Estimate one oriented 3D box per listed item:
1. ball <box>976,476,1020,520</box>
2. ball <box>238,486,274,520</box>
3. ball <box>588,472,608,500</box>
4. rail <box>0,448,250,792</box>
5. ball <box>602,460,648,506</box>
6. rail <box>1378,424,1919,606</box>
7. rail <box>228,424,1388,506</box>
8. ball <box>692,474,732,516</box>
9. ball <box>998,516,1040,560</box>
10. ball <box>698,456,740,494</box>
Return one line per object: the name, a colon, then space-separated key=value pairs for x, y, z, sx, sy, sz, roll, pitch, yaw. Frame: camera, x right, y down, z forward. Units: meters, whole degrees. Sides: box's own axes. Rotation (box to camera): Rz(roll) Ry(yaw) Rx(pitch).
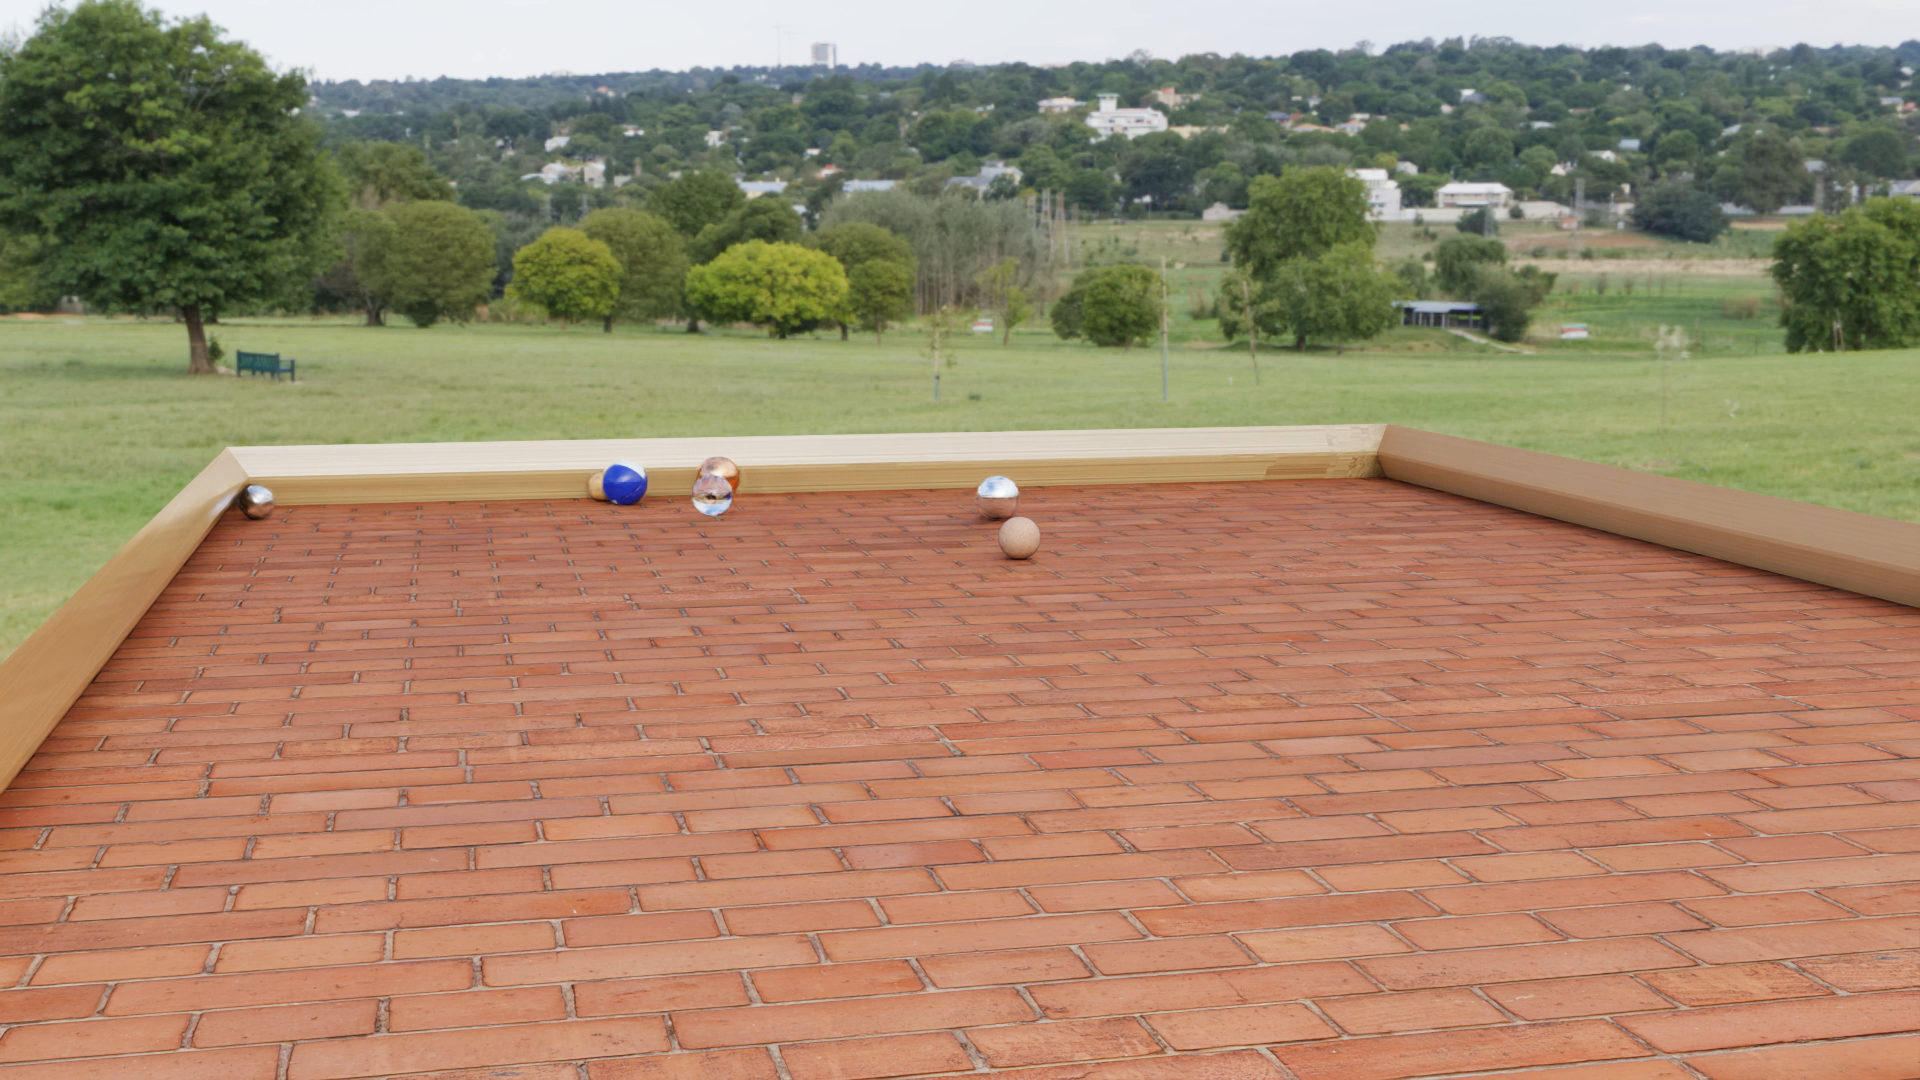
ball: x=0.073 y=-0.080 z=4.214 sx=0.083 sy=0.083 sz=0.083 roll=0 pitch=8 yaw=0
ball: x=-1.349 y=-0.072 z=4.219 sx=0.065 sy=0.065 sz=0.065 roll=0 pitch=8 yaw=0
ball: x=-0.737 y=-0.110 z=4.525 sx=0.059 sy=0.059 sz=0.059 roll=0 pitch=8 yaw=0
rail: x=-0.946 y=0.157 z=2.306 sx=0.045 sy=0.119 sz=4.380 roll=-2 pitch=8 yaw=-13
ball: x=-0.677 y=-0.117 z=4.449 sx=0.092 sy=0.092 sz=0.092 roll=0 pitch=8 yaw=0
rail: x=1.448 y=0.082 z=2.864 sx=0.045 sy=0.119 sz=4.380 roll=-2 pitch=8 yaw=-13
rail: x=-0.245 y=-0.162 z=4.675 sx=2.506 sy=0.119 sz=0.045 roll=-2 pitch=8 yaw=-13
ball: x=-0.481 y=-0.087 z=4.274 sx=0.079 sy=0.079 sz=0.079 roll=0 pitch=8 yaw=0
ball: x=0.099 y=-0.003 z=3.681 sx=0.072 sy=0.072 sz=0.072 roll=0 pitch=8 yaw=0
ball: x=-0.499 y=-0.129 z=4.552 sx=0.089 sy=0.089 sz=0.089 roll=0 pitch=8 yaw=0
